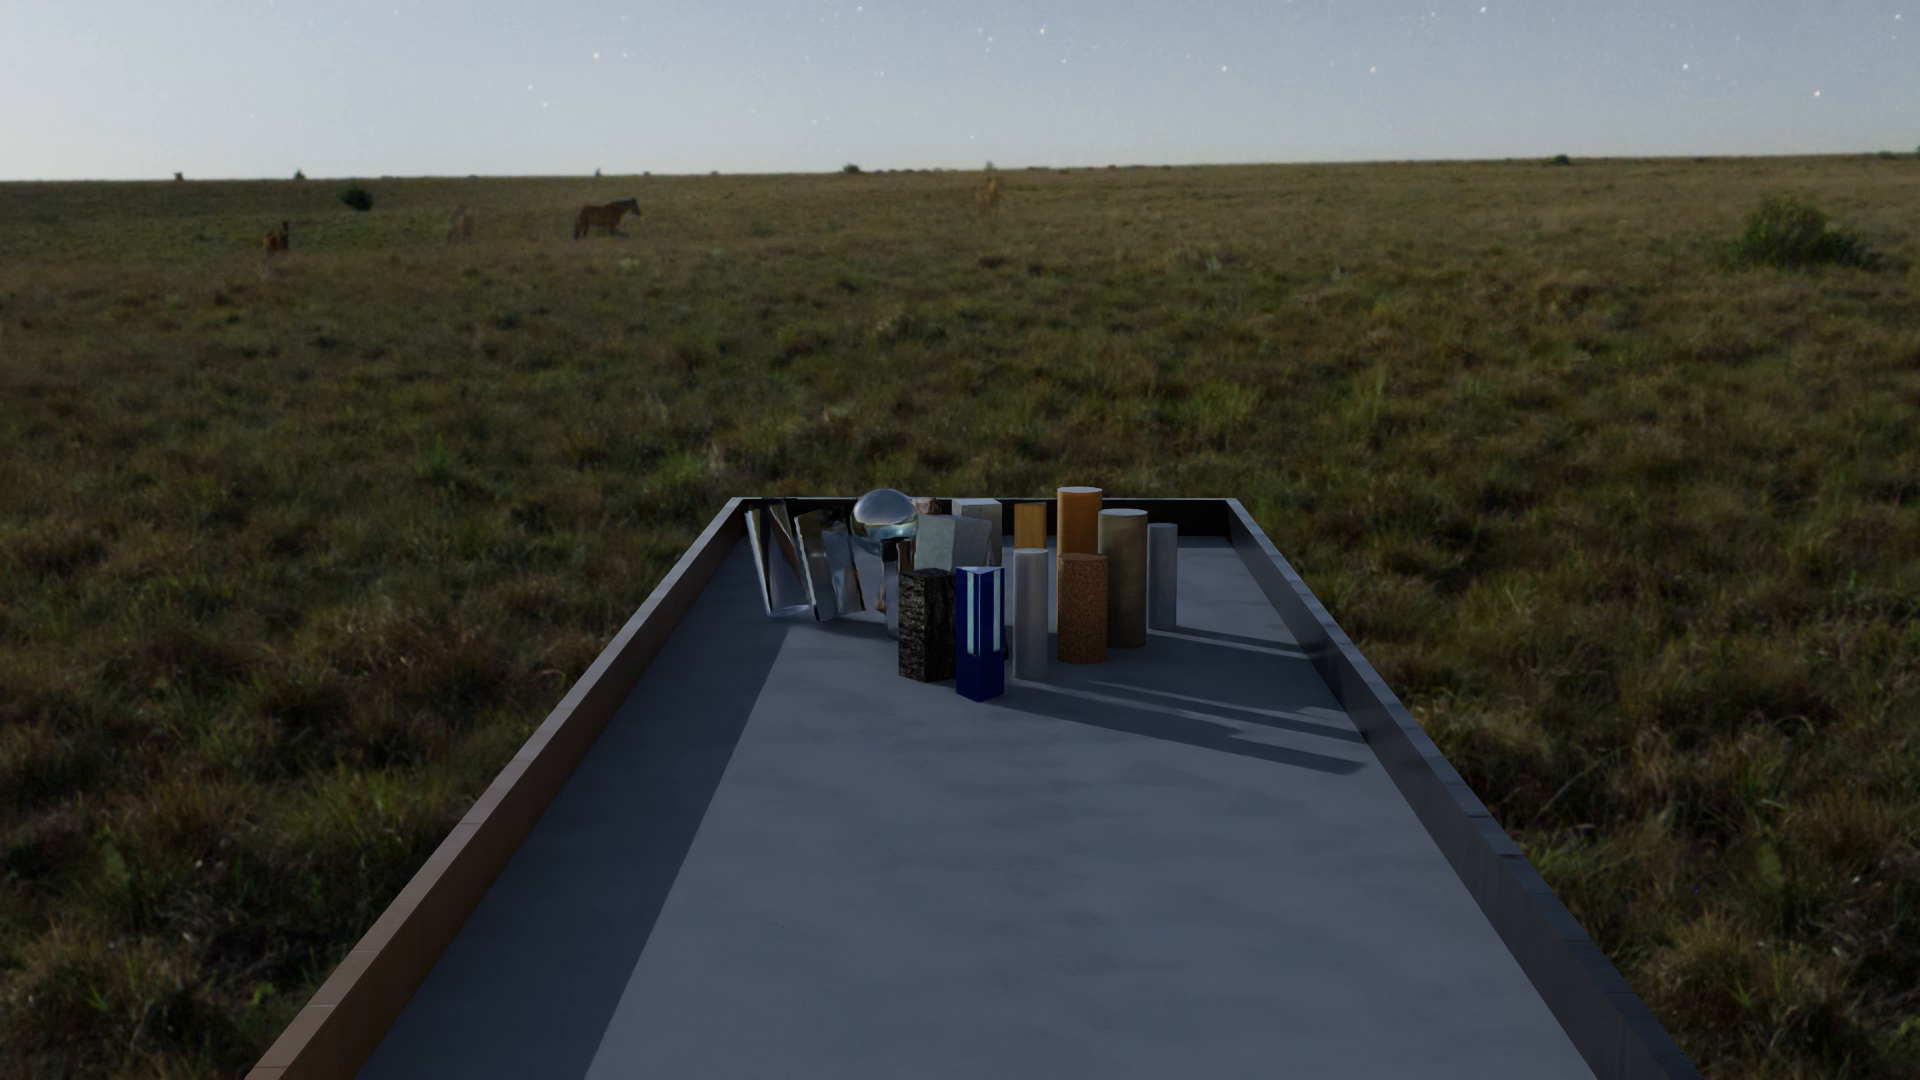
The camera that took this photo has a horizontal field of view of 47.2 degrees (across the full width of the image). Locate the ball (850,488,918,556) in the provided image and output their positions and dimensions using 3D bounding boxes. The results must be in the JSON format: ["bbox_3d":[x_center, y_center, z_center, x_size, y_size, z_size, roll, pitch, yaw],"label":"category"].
[{"bbox_3d":[-0.249,-0.057,7.252,0.226,0.226,0.226,0,9,0],"label":"ball"}]

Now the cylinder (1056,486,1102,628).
[{"bbox_3d":[0.388,0.062,7.164,0.146,0.456,0.146,0,9,0],"label":"cylinder"}]

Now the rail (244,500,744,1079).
[{"bbox_3d":[-1.004,0.839,3.234,0.050,0.150,12.000,0,9,1],"label":"rail"}]

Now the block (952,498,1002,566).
[{"bbox_3d":[0.055,0.081,7.171,0.135,0.416,0.135,-2,9,-13],"label":"block"}]

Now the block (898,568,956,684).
[{"bbox_3d":[-0.088,0.249,6.452,0.132,0.309,0.132,-6,11,-35],"label":"block"}]

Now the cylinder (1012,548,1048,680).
[{"bbox_3d":[0.207,0.216,6.448,0.103,0.375,0.103,0,9,0],"label":"cylinder"}]

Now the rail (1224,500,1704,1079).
[{"bbox_3d":[1.046,0.843,3.208,0.050,0.150,12.000,0,9,1],"label":"rail"}]

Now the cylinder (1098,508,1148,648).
[{"bbox_3d":[0.509,0.120,6.910,0.156,0.420,0.156,0,9,0],"label":"cylinder"}]

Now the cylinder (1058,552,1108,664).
[{"bbox_3d":[0.373,0.206,6.694,0.152,0.317,0.152,0,9,0],"label":"cylinder"}]

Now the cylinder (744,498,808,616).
[{"bbox_3d":[-0.617,0.059,7.369,0.143,0.372,0.143,-13,-13,-3],"label":"cylinder"}]

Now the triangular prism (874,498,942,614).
[{"bbox_3d":[-0.181,0.056,7.329,0.095,0.404,0.110,13,-16,22],"label":"triangular prism"}]

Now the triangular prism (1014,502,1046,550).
[{"bbox_3d":[0.242,0.105,6.924,0.109,0.444,0.094,7,11,36],"label":"triangular prism"}]

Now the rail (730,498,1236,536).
[{"bbox_3d":[0.099,-0.098,9.147,2.100,0.150,0.050,0,9,1],"label":"rail"}]

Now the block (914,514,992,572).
[{"bbox_3d":[-0.032,0.121,6.957,0.164,0.386,0.164,9,5,45],"label":"block"}]

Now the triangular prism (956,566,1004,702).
[{"bbox_3d":[0.039,0.260,6.205,0.117,0.364,0.135,6,11,32],"label":"triangular prism"}]

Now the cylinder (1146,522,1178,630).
[{"bbox_3d":[0.657,0.118,7.185,0.104,0.338,0.104,0,9,0],"label":"cylinder"}]

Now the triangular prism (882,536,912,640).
[{"bbox_3d":[-0.188,0.160,6.966,0.093,0.329,0.081,-6,-21,5],"label":"triangular prism"}]

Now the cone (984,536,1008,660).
[{"bbox_3d":[0.091,0.164,6.707,0.120,0.396,0.120,0,9,0],"label":"cone"}]

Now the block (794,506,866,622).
[{"bbox_3d":[-0.433,0.079,7.311,0.118,0.356,0.118,-16,-5,44],"label":"block"}]
